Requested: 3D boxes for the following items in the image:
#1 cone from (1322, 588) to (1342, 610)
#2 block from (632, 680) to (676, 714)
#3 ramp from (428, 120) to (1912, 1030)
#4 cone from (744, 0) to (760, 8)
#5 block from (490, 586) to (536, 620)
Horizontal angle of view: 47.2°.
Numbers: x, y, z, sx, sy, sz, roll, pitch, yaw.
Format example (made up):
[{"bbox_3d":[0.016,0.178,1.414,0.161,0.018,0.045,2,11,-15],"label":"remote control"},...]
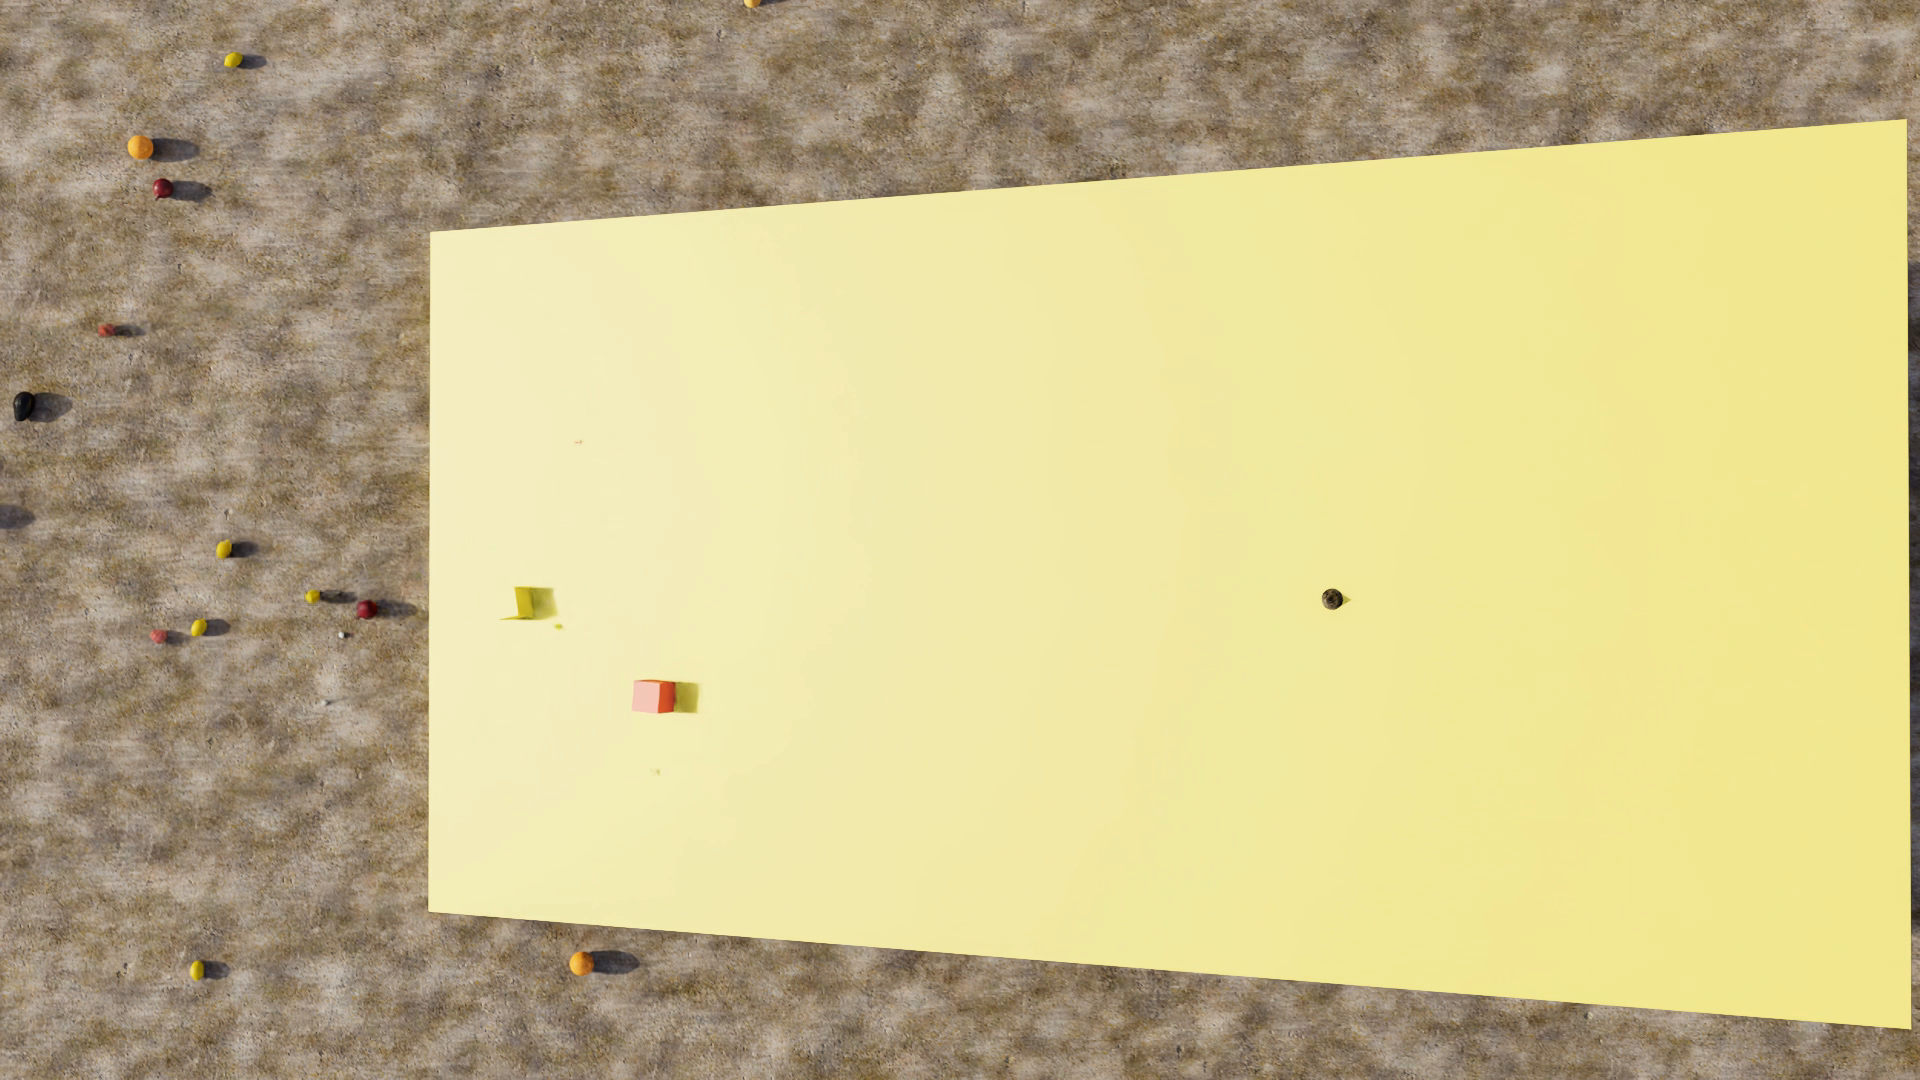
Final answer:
[{"bbox_3d":[0.897,0.144,5.340,0.053,0.053,0.053,0,89,24],"label":"cone"},{"bbox_3d":[-0.850,0.434,6.106,0.085,0.085,0.085,4,91,24],"label":"block"},{"bbox_3d":[0.283,0.083,5.701,4.000,0.100,2.000,0,89,24],"label":"ramp"},{"bbox_3d":[-0.622,-1.620,6.562,0.050,0.050,0.050,0,89,0],"label":"cone"},{"bbox_3d":[-1.281,0.182,6.303,0.083,0.083,0.083,-12,84,24],"label":"block"}]
